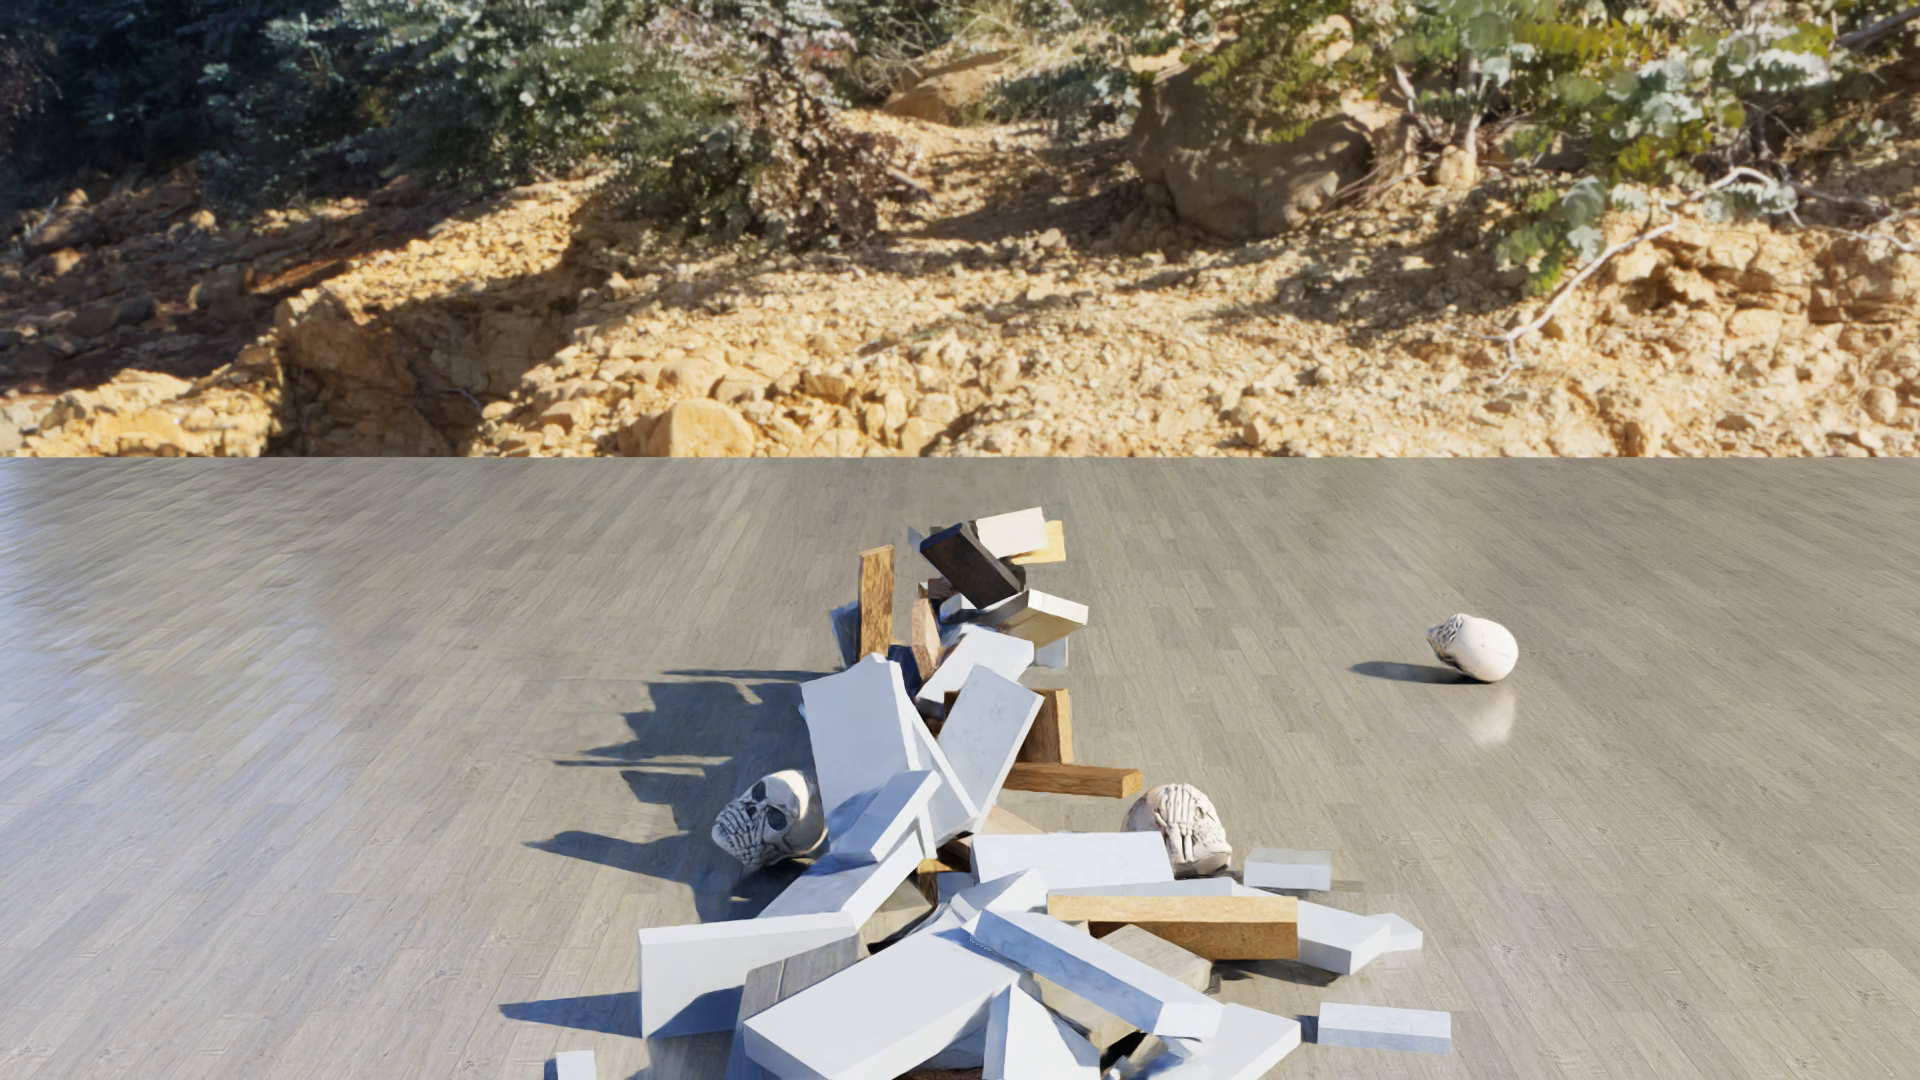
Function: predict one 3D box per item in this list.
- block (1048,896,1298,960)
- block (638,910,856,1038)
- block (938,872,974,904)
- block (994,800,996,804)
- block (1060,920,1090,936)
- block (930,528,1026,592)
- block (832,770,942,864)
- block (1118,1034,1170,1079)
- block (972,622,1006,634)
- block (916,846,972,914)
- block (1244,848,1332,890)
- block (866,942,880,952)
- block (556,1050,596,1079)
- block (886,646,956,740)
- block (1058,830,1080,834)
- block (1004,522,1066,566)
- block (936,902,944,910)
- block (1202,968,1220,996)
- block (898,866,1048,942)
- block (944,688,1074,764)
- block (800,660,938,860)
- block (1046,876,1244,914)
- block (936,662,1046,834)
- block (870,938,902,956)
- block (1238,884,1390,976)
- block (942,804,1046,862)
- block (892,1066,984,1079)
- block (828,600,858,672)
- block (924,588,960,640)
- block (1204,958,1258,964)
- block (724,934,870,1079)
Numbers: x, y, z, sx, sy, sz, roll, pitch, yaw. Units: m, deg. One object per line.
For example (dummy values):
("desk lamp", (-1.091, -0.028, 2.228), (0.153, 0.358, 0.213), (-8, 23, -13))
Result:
("block", (0.316, 0.572, 3.246), (0.361, 0.040, 0.140), (-1, -33, 8))
("block", (-0.301, 0.614, 3.112), (0.301, 0.150, 0.043), (-3, 21, -14))
("block", (0.000, 0.584, 3.507), (0.069, 0.020, 0.139), (0, 33, -2))
("block", (-0.019, 0.452, 4.058), (0.151, 0.043, 0.302), (-1, 21, -4))
("block", (0.069, 0.571, 3.017), (0.108, 0.031, 0.216), (-10, 5, 44))
("block", (0.031, 0.037, 4.299), (0.142, 0.040, 0.284), (2, 16, -10))
("block", (-0.113, 0.432, 3.433), (0.092, 0.026, 0.184), (-11, 30, 46))
("block", (0.304, 0.707, 2.926), (0.145, 0.041, 0.290), (4, 11, 21))
("block", (0.031, 0.194, 4.200), (0.066, 0.019, 0.132), (15, -25, -14))
("block", (-0.015, 0.534, 3.626), (0.113, 0.032, 0.227), (-1, 36, -5))
("block", (0.540, 0.538, 3.607), (0.134, 0.038, 0.267), (1, -3, 11))
("block", (-0.169, 0.638, 3.373), (0.052, 0.015, 0.104), (5, 12, 26))
("block", (-0.516, 0.715, 2.959), (0.050, 0.014, 0.101), (-2, 11, -11))
("block", (-0.067, 0.276, 3.929), (0.148, 0.042, 0.296), (2, 24, 4))
("block", (0.205, 0.526, 3.843), (0.052, 0.015, 0.104), (3, -17, 14))
("block", (0.138, 0.006, 4.152), (0.022, 0.076, 0.152), (-9, -4, 43))
("block", (-0.019, 0.612, 3.404), (0.069, 0.020, 0.139), (4, 26, 18))
("block", (0.189, 0.664, 3.190), (0.392, 0.030, 0.107), (-6, 12, -30))
("block", (-0.017, 0.574, 3.171), (0.155, 0.044, 0.310), (-25, 3, 38))
("block", (0.080, 0.311, 3.679), (0.238, 0.119, 0.034), (-4, 1, 39))
("block", (-0.150, 0.373, 3.577), (0.162, 0.323, 0.046), (-15, -12, 19))
("block", (0.285, 0.557, 3.315), (0.281, 0.040, 0.140), (-7, -27, 16))
("block", (0.027, 0.342, 3.613), (0.125, 0.250, 0.035), (26, 0, 24))
("block", (-0.063, 0.635, 3.304), (0.157, 0.022, 0.078), (9, 31, 40))
("block", (0.500, 0.594, 3.377), (0.281, 0.040, 0.140), (10, 14, 33))
("block", (0.054, 0.493, 3.621), (0.227, 0.032, 0.113), (26, 38, 29))
("block", (-0.023, 0.702, 2.820), (0.253, 0.036, 0.126), (-10, 7, 16))
("block", (-0.236, 0.227, 5.055), (0.093, 0.186, 0.026), (-23, 36, -15))
("block", (0.008, 0.159, 4.508), (0.133, 0.038, 0.266), (3, 16, -9))
("block", (0.344, 0.625, 3.400), (0.213, 0.030, 0.107), (-2, 11, -9))
("block", (-0.211, 0.648, 2.876), (0.169, 0.048, 0.338), (-20, 19, 9))
